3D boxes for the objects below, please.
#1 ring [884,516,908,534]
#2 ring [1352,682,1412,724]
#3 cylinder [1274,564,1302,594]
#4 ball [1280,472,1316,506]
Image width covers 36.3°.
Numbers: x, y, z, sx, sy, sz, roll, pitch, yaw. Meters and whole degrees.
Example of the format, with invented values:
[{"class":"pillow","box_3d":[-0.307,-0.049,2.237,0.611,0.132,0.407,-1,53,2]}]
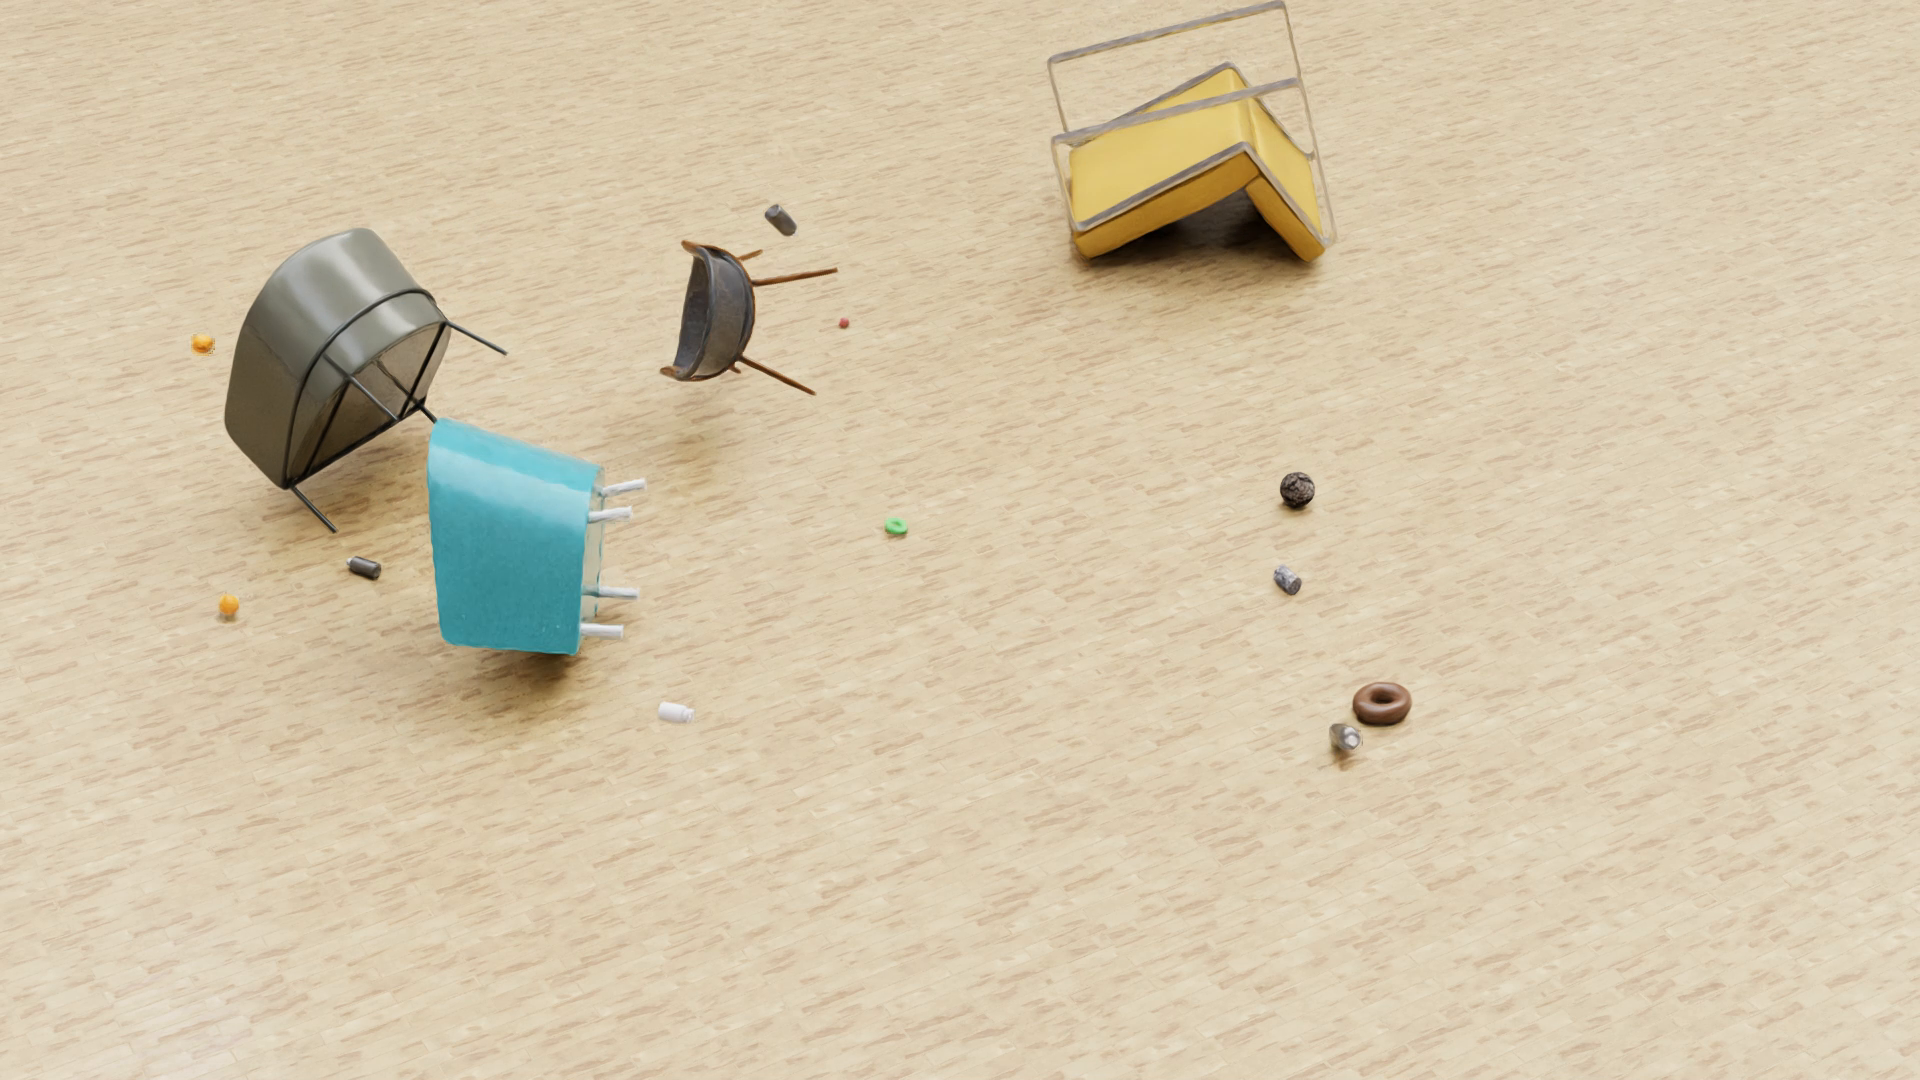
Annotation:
[{"class":"ring","box_3d":[-0.241,-0.056,10.993,0.085,0.023,0.142,-3,23,-13]},{"class":"ring","box_3d":[1.446,0.556,10.040,0.223,0.068,0.187,-22,40,-31]},{"class":"cylinder","box_3d":[1.192,0.144,10.664,0.053,0.071,0.103,7,25,-35]},{"class":"ball","box_3d":[1.279,-0.193,11.116,0.133,0.133,0.133,0,33,0]}]
